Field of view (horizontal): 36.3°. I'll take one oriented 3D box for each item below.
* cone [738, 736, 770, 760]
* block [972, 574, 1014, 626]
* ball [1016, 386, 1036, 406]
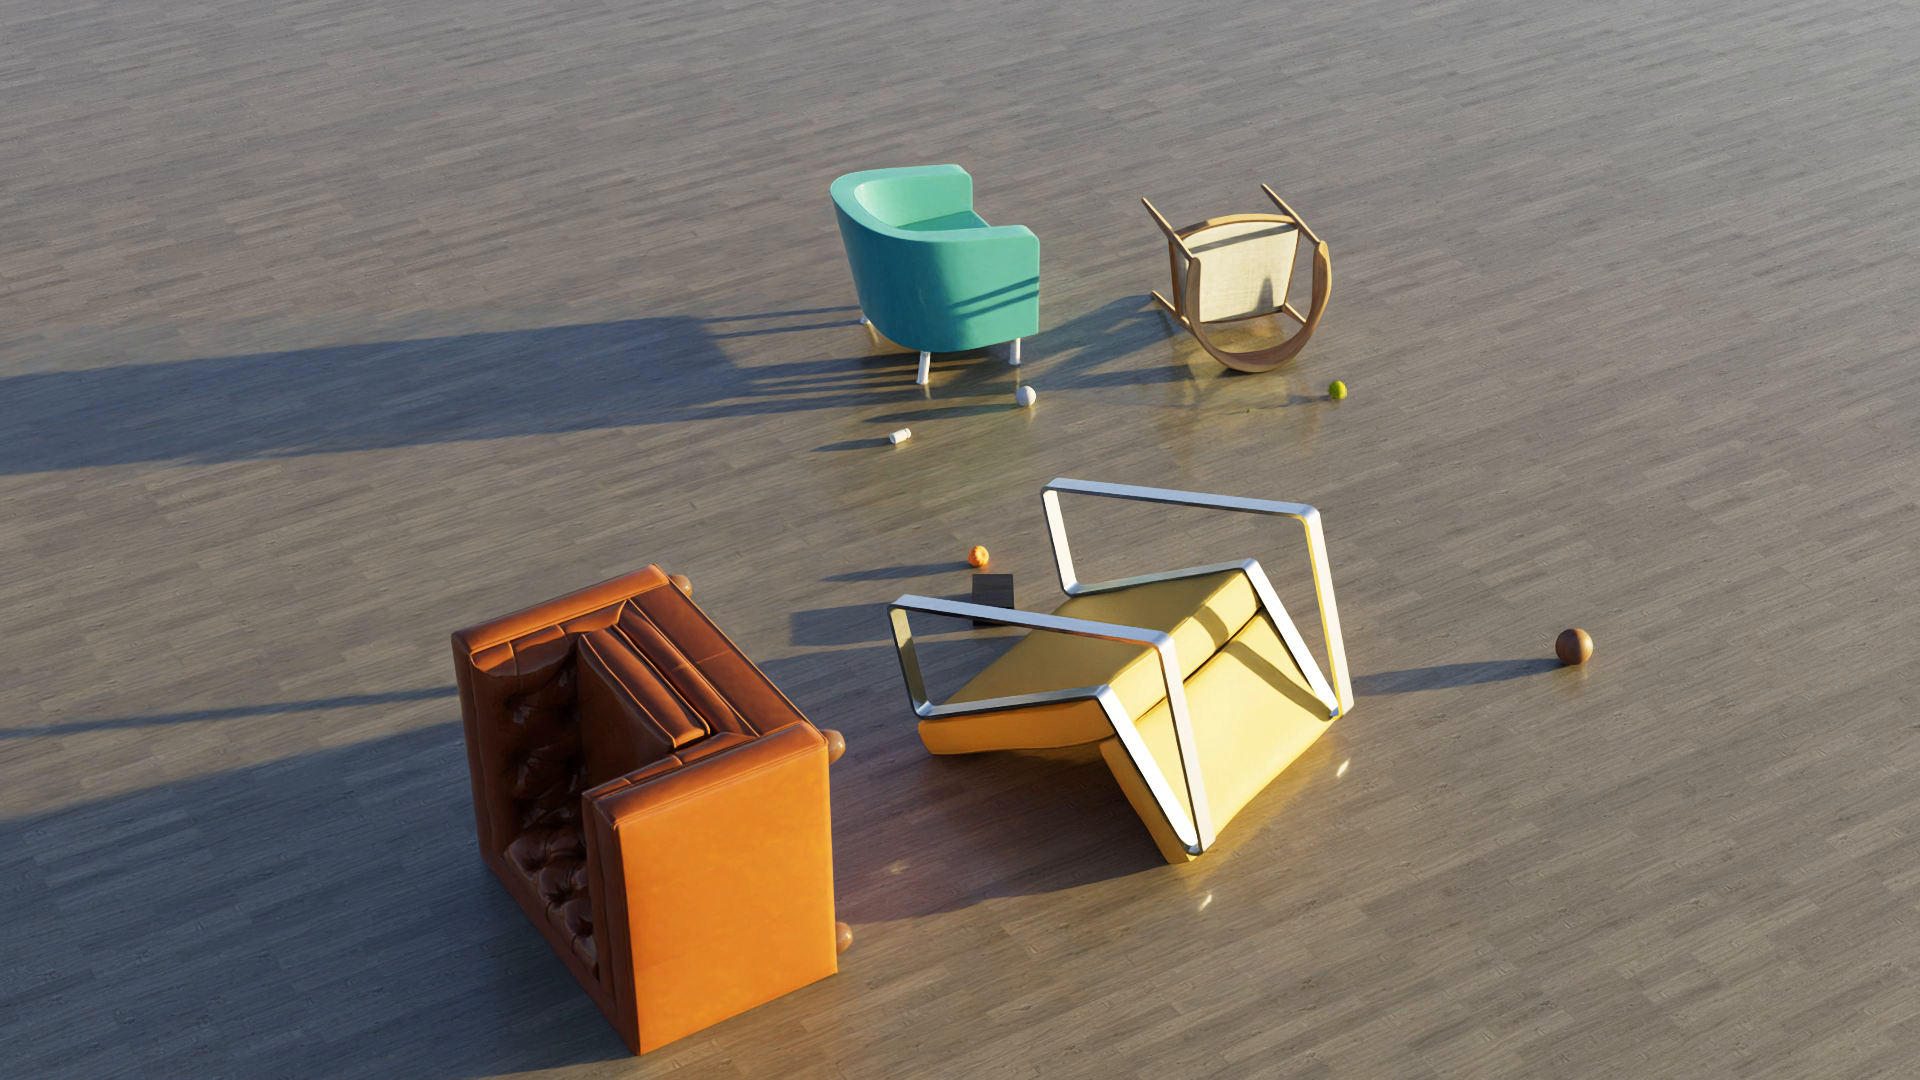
[{"bbox_3d":[-0.679,0.713,9.836,0.114,0.061,0.067,29,44,15],"label":"cone"},{"bbox_3d":[0.119,0.215,10.544,0.147,0.082,0.209,0,33,0],"label":"block"},{"bbox_3d":[0.262,-0.575,11.742,0.082,0.082,0.082,0,33,0],"label":"ball"}]
